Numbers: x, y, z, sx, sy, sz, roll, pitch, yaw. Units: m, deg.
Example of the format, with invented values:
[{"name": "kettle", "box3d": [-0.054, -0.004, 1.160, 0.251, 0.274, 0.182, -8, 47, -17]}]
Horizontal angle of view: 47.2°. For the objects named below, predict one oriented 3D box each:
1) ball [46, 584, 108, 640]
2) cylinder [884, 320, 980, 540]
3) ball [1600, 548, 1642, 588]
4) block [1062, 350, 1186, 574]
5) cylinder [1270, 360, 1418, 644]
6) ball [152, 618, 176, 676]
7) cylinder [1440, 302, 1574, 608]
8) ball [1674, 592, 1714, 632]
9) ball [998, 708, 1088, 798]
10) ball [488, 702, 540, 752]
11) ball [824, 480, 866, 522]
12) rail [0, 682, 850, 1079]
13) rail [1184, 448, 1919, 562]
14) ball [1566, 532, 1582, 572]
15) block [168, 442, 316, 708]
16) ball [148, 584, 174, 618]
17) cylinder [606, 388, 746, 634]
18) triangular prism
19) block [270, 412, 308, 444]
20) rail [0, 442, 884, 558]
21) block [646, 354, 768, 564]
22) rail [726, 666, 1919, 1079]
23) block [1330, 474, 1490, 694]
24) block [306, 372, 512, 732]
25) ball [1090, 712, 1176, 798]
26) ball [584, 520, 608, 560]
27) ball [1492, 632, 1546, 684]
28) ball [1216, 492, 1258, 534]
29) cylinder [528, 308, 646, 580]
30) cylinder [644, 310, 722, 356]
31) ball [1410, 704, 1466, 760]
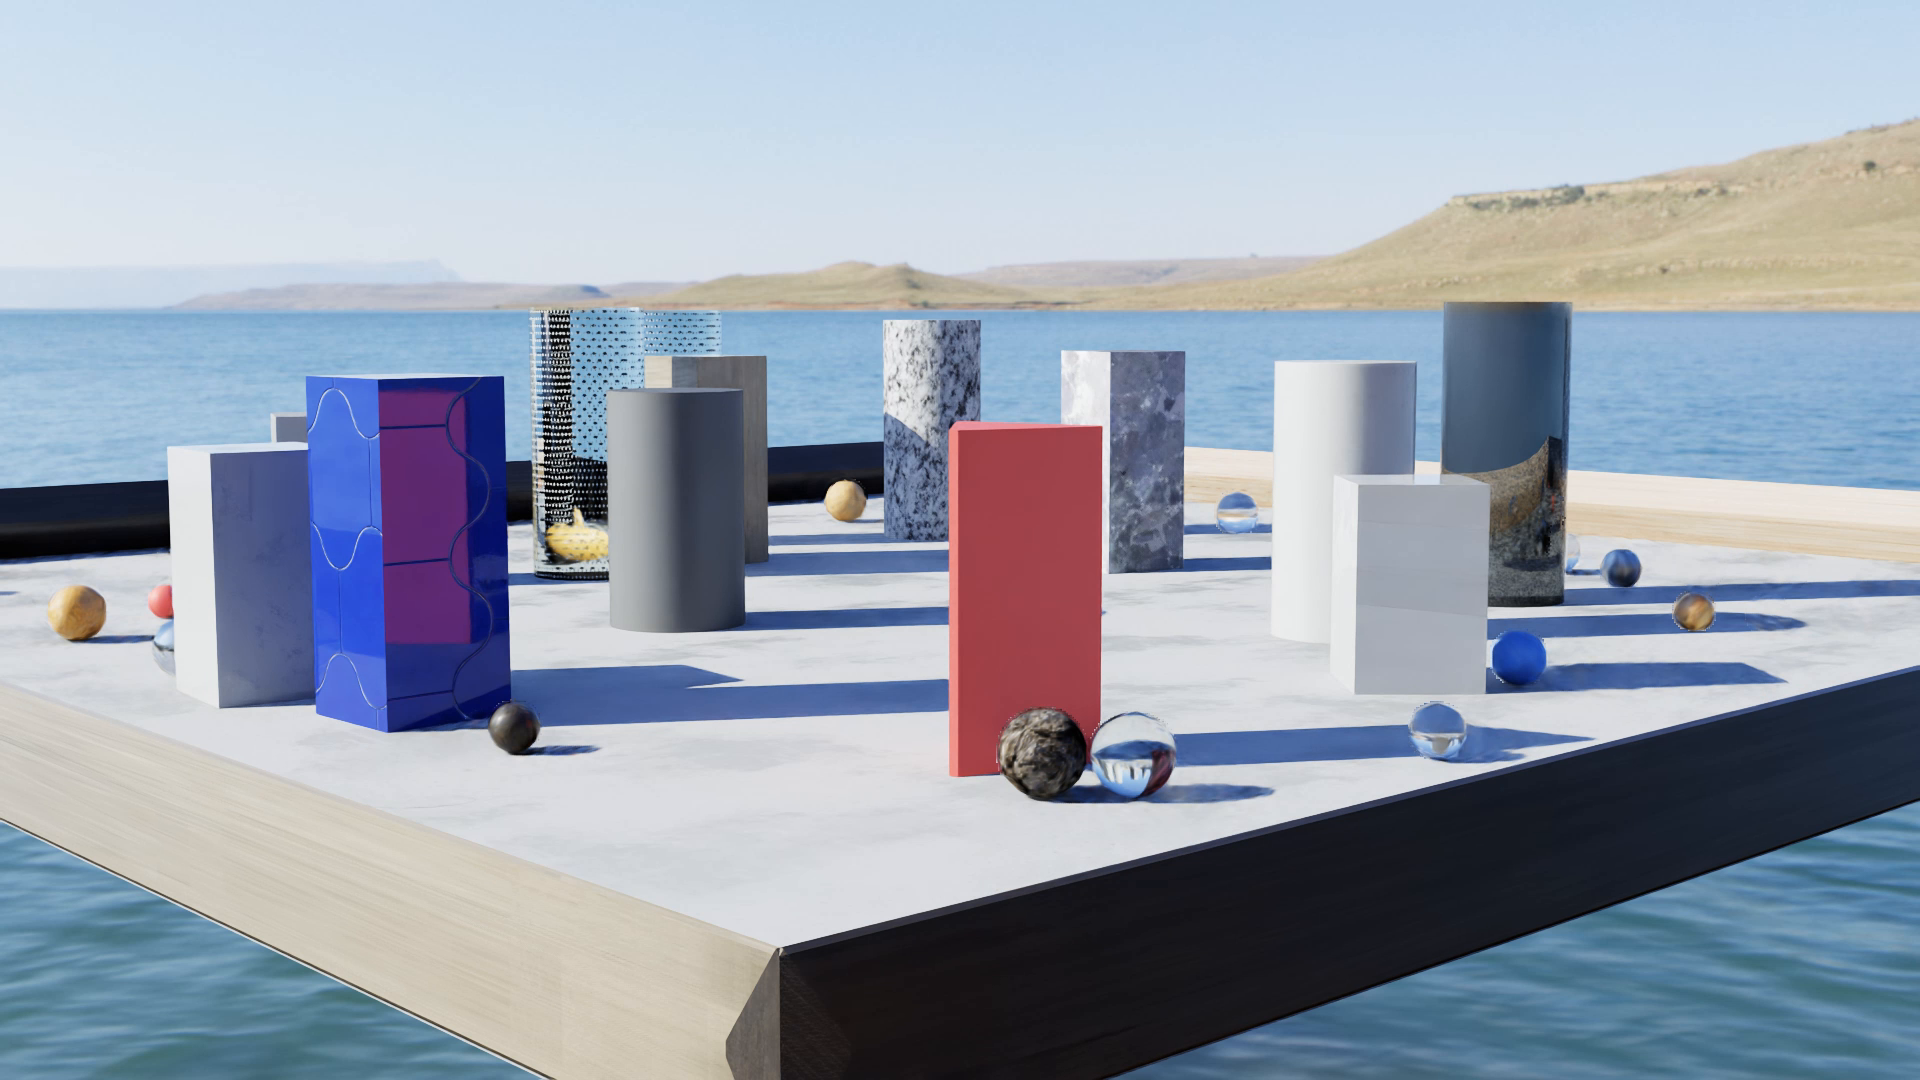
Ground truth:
[{"name": "ball", "box3d": [-1.185, 0.097, 2.953, 0.076, 0.076, 0.076, 0, 6, 0]}, {"name": "cylinder", "box3d": [-0.055, -0.219, 4.305, 0.190, 0.421, 0.190, 0, 6, 0]}, {"name": "ball", "box3d": [1.054, 0.045, 3.504, 0.063, 0.063, 0.063, 0, 6, 0]}, {"name": "block", "box3d": [0.279, -0.139, 3.779, 0.152, 0.371, 0.152, -3, 7, -29]}, {"name": "cylinder", "box3d": [0.522, -0.056, 2.996, 0.190, 0.372, 0.190, 0, 6, 0]}, {"name": "ball", "box3d": [-0.935, 0.129, 2.653, 0.075, 0.075, 0.075, 0, 6, 0]}, {"name": "cylinder", "box3d": [0.829, -0.135, 3.350, 0.190, 0.454, 0.190, 0, 6, 0]}, {"name": "ball", "box3d": [1.016, 0.100, 3.040, 0.053, 0.053, 0.053, 0, 6, 0]}, {"name": "ball", "box3d": [0.075, 0.195, 2.006, 0.081, 0.081, 0.081, 0, 6, 0]}, {"name": "ball", "box3d": [-0.447, 0.188, 2.209, 0.051, 0.051, 0.051, 0, 6, 0]}, {"name": "ball", "box3d": [-0.239, -0.082, 4.601, 0.087, 0.087, 0.087, 0, 6, 0]}, {"name": "rail", "box3d": [-1.148, 0.143, 2.279, 0.045, 0.124, 3.169, -6, 8, -42]}, {"name": "rail", "box3d": [1.148, -0.079, 4.385, 0.045, 0.124, 3.169, -6, 8, -42]}, {"name": "ball", "box3d": [1.006, 0.020, 3.698, 0.074, 0.074, 0.074, 0, 6, 0]}, {"name": "block", "box3d": [-0.811, 0.035, 2.543, 0.152, 0.285, 0.152, -4, 7, -36]}, {"name": "ball", "box3d": [-1.143, 0.088, 3.164, 0.049, 0.049, 0.049, 0, 6, 0]}, {"name": "cylinder", "box3d": [-0.400, -0.046, 3.100, 0.190, 0.330, 0.190, 0, 6, 0]}, {"name": "triangular prism", "box3d": [0.034, 0.051, 2.179, 0.165, 0.331, 0.143, -3, 7, -27]}, {"name": "block", "box3d": [-1.024, -0.066, 3.548, 0.152, 0.275, 0.152, -2, 6, -20]}, {"name": "rail", "box3d": [-1.059, -0.088, 4.473, 3.170, 0.124, 0.045, -6, 8, -42]}, {"name": "block", "box3d": [-0.445, -0.142, 3.857, 0.152, 0.362, 0.152, -6, 8, -44]}, {"name": "rail", "box3d": [1.059, 0.153, 2.191, 3.170, 0.124, 0.045, -6, 8, -42]}, {"name": "block", "box3d": [0.530, 0.050, 2.605, 0.152, 0.243, 0.152, 0, 6, -1]}, {"name": "block", "box3d": [-0.601, 0.007, 2.400, 0.152, 0.371, 0.152, -6, 8, -44]}, {"name": "ball", "box3d": [0.158, 0.196, 2.007, 0.078, 0.078, 0.078, 0, 6, 0]}, {"name": "ball", "box3d": [-0.631, 0.001, 3.889, 0.071, 0.071, 0.071, 0, 6, 0]}, {"name": "ball", "box3d": [0.663, 0.140, 2.606, 0.064, 0.064, 0.064, 0, 6, 0]}, {"name": "ball", "box3d": [0.547, -0.053, 4.339, 0.084, 0.084, 0.084, 0, 6, 0]}, {"name": "cylinder", "box3d": [-0.620, -0.165, 3.673, 0.190, 0.445, 0.190, 0, 6, 0]}, {"name": "cylinder", "box3d": [-0.544, -0.214, 4.166, 0.190, 0.440, 0.190, 0, 6, 0]}, {"name": "ball", "box3d": [0.473, 0.190, 2.176, 0.055, 0.055, 0.055, 0, 6, 0]}]
